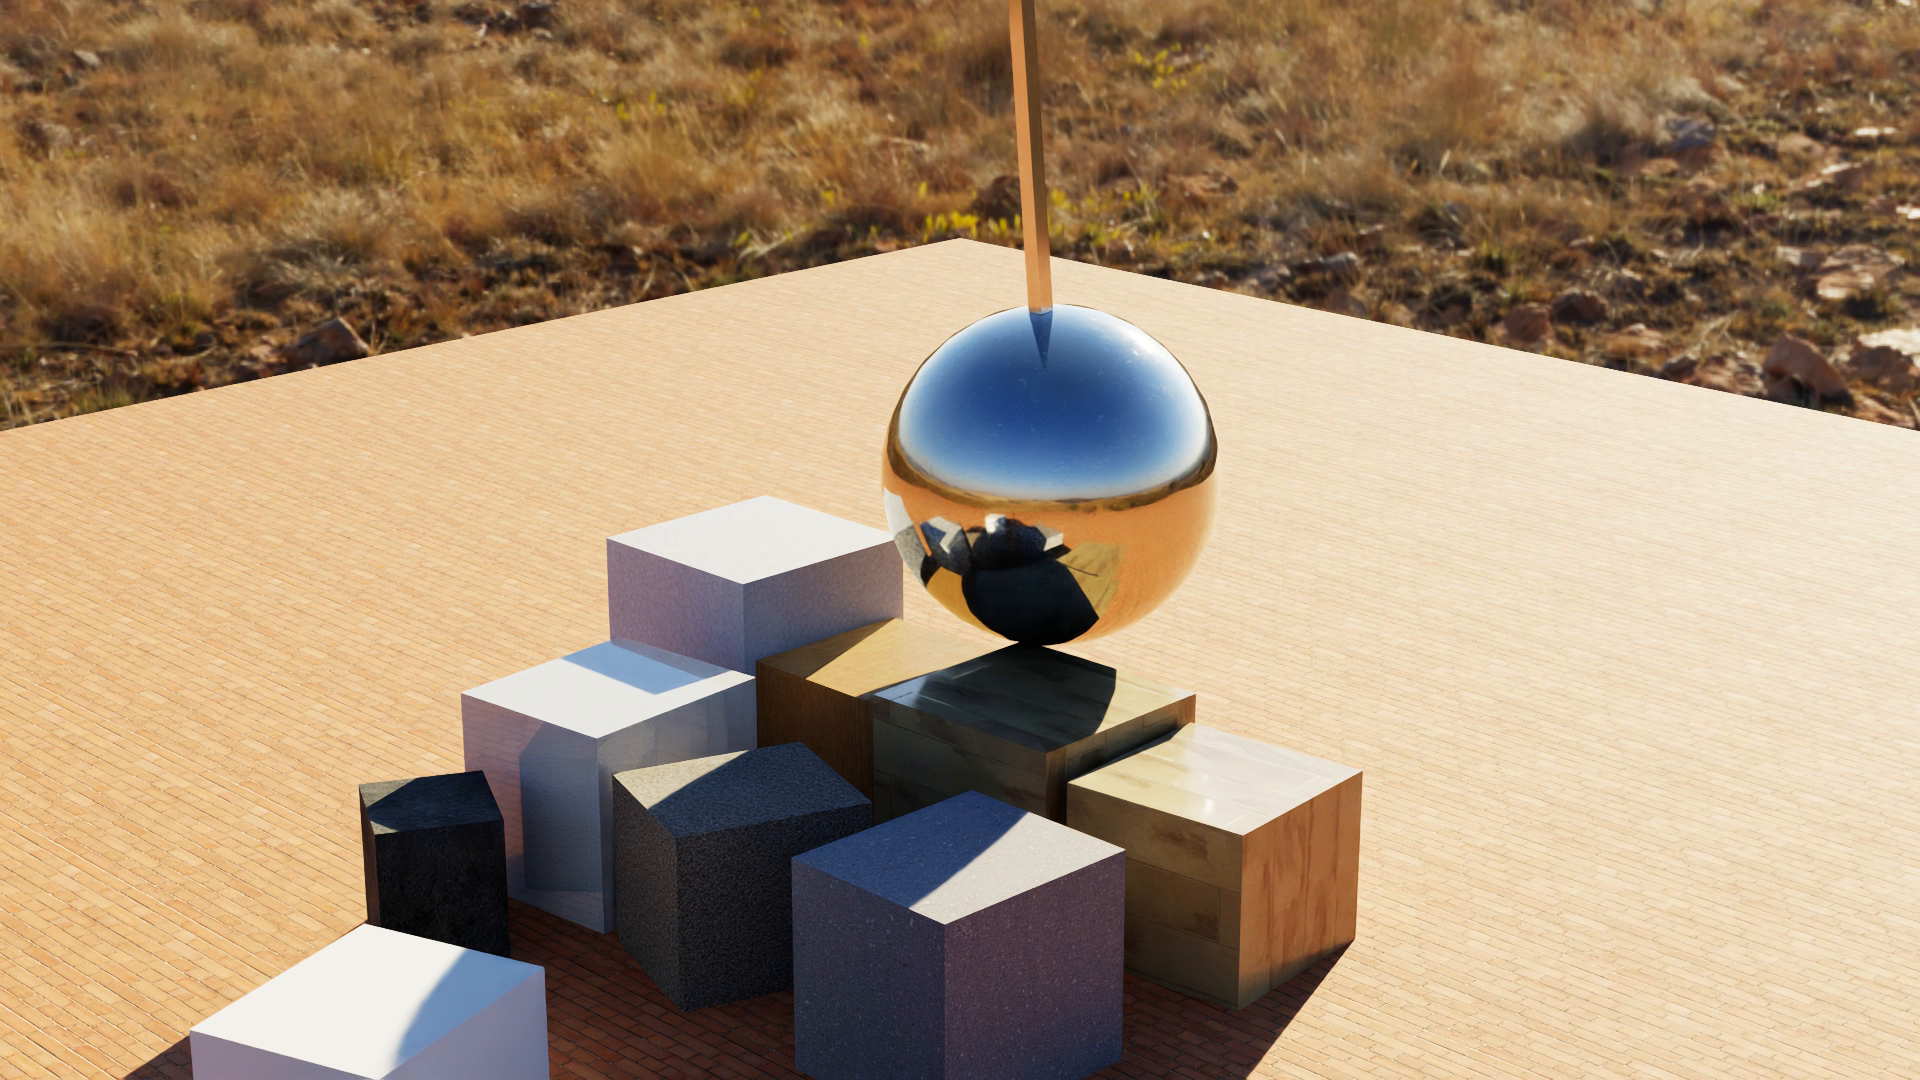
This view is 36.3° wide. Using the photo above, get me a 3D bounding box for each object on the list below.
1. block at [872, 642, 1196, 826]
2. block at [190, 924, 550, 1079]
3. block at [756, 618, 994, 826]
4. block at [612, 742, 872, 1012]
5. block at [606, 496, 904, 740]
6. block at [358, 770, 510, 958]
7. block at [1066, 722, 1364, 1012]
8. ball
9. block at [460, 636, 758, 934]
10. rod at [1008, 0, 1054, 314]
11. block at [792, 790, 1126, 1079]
[{"bbox_3d":[0.334,1.119,13.281,1.043,0.901,1.005,16,23,41],"label":"block"},{"bbox_3d":[-2.098,2.018,10.559,0.816,0.817,0.972,9,19,26],"label":"block"},{"bbox_3d":[-0.335,0.952,13.980,0.898,0.801,0.886,-17,24,-42],"label":"block"},{"bbox_3d":[-0.929,1.421,12.521,0.873,0.781,0.777,-8,19,-24],"label":"block"},{"bbox_3d":[-1.009,0.557,14.579,1.040,1.195,1.022,-17,24,-42],"label":"block"},{"bbox_3d":[-2.280,1.432,12.712,0.542,0.645,0.584,-5,18,-17],"label":"block"},{"bbox_3d":[1.090,1.384,12.623,0.900,0.790,0.913,14,22,37],"label":"block"},{"bbox_3d":[0.426,-0.305,13.693,1.600,1.600,1.600,0,17,0],"label":"ball"},{"bbox_3d":[-1.580,1.091,13.339,0.878,0.919,0.987,14,22,38],"label":"block"},{"bbox_3d":[0.185,-3.460,12.448,0.080,5.200,0.080,17,30,42],"label":"rod"},{"bbox_3d":[-0.004,1.656,11.558,0.985,0.911,0.856,-16,24,-42],"label":"block"}]
